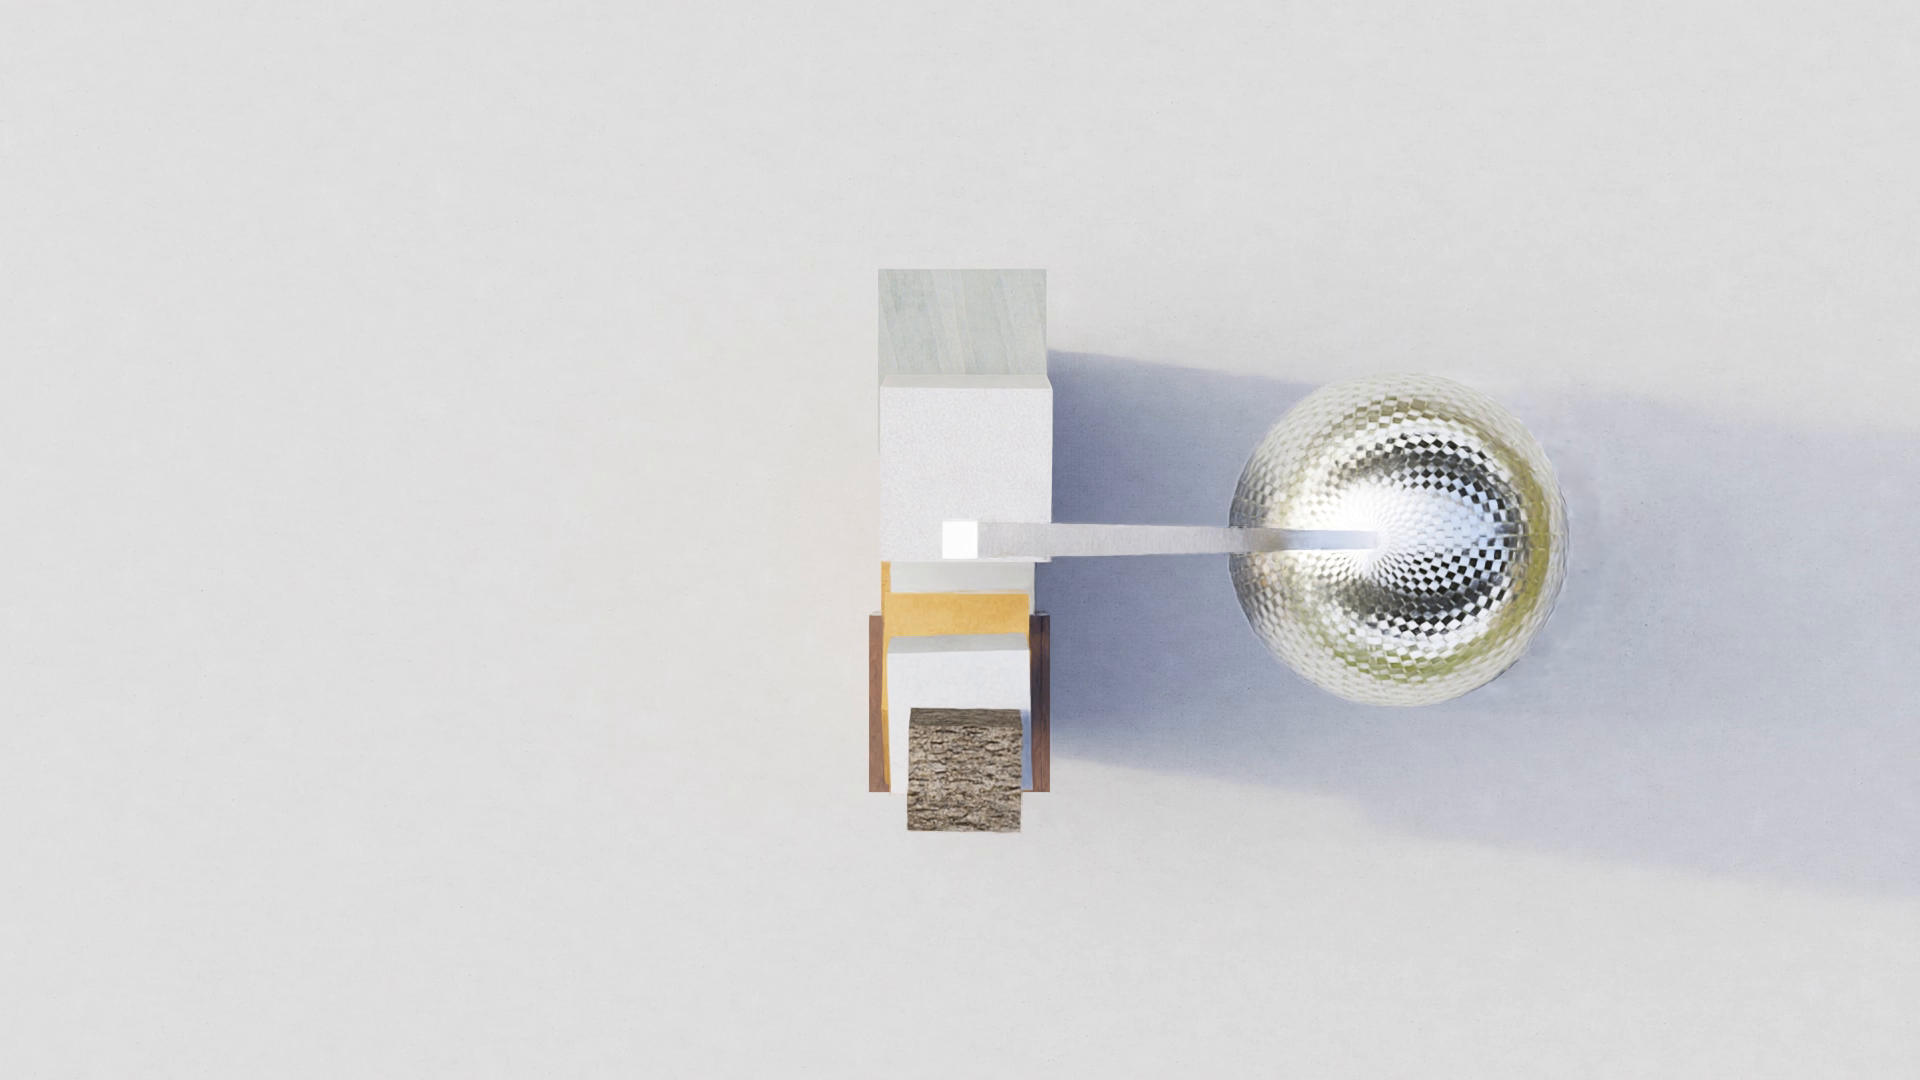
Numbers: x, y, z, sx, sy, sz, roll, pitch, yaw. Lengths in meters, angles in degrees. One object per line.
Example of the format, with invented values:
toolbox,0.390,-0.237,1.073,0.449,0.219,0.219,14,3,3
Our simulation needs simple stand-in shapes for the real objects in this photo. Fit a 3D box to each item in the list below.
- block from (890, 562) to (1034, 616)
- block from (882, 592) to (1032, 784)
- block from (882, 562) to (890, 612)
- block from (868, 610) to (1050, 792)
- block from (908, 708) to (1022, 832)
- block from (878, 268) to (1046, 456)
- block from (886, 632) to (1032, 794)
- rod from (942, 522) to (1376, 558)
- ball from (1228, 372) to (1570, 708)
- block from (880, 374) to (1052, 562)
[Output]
block,0.011,0.008,11.673,0.735,0.844,0.754,0,90,0
block,-0.017,0.747,11.015,0.716,0.703,0.682,0,54,0
block,-0.013,-0.028,12.547,0.840,0.905,0.836,0,90,0
block,-0.003,0.857,11.889,0.947,0.779,0.926,0,90,0
block,0.020,1.017,9.779,0.494,0.443,0.465,1,96,0
block,0.012,-0.891,11.659,0.859,0.914,0.941,0,87,0
block,-0.001,0.798,10.254,0.644,0.545,0.644,-2,96,0
rod,0.899,0.000,7.270,0.080,5.200,0.080,0,90,20
ball,2.074,0.000,10.460,1.600,1.600,1.600,0,90,0
block,0.028,-0.366,10.782,0.811,0.809,0.823,0,99,0
